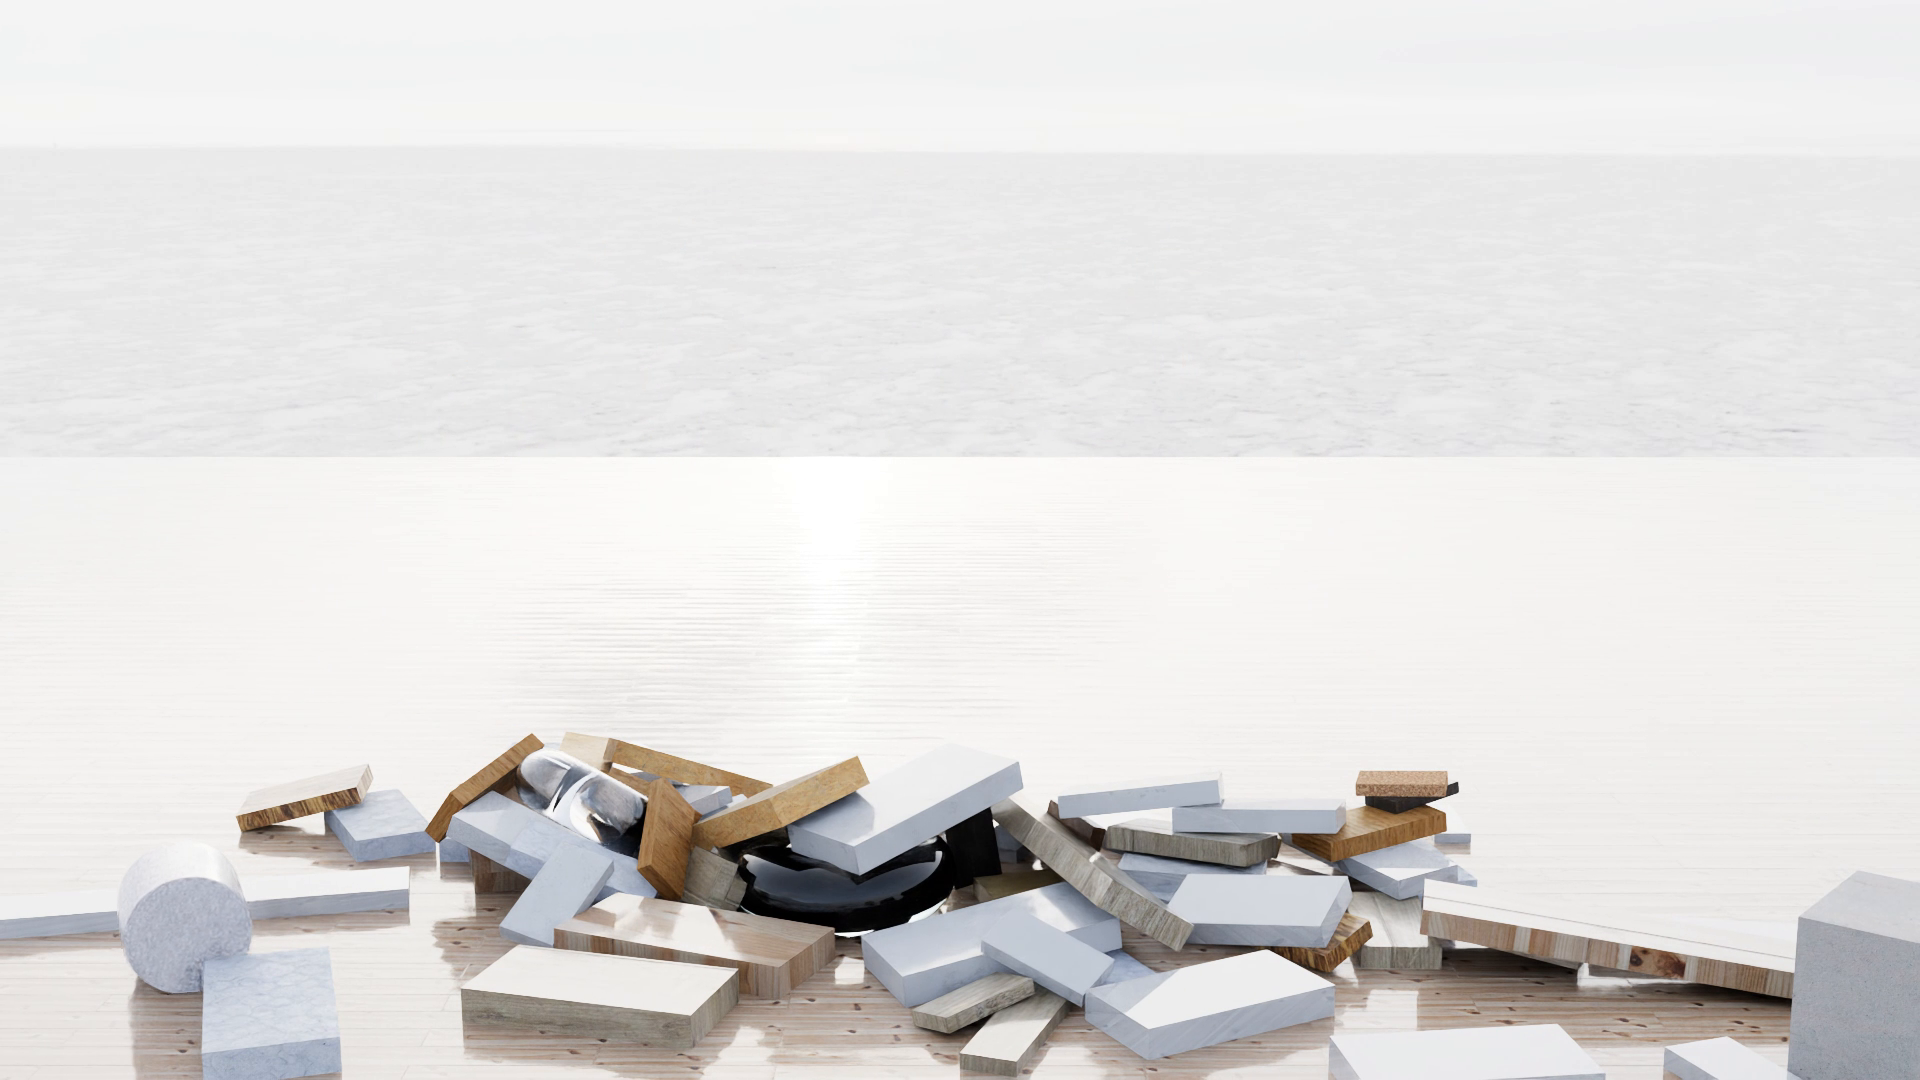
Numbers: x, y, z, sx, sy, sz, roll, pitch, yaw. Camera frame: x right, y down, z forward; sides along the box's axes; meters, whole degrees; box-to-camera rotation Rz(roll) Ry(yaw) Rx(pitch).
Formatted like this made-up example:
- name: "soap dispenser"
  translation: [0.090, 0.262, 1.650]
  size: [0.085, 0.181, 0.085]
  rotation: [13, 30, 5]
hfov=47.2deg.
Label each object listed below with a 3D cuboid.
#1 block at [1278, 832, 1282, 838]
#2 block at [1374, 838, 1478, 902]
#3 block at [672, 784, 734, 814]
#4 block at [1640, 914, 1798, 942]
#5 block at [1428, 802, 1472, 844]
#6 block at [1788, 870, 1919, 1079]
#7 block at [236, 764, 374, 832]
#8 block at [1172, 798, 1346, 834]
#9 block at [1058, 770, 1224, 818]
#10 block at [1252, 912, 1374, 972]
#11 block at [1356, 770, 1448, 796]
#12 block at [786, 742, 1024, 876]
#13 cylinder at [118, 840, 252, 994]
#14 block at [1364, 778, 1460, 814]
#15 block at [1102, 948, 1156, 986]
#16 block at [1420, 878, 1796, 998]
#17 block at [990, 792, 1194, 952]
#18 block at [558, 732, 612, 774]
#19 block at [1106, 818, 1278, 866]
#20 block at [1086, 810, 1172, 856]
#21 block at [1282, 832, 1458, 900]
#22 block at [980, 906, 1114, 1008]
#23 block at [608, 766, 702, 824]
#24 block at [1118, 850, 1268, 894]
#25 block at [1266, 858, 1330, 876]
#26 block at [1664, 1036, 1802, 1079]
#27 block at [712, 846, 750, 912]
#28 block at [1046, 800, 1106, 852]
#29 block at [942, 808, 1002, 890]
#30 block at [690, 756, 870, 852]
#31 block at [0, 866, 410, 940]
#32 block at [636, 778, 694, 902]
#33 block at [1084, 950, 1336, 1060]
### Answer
- name: "block"
  translation: [0.589, 0.519, 3.998]
  size: [0.065, 0.018, 0.131]
  rotation: [1, 11, 6]
- name: "block"
  translation: [0.754, 0.556, 3.744]
  size: [0.140, 0.040, 0.280]
  rotation: [-2, 11, -12]
- name: "block"
  translation: [-0.505, 0.470, 3.942]
  size: [0.100, 0.028, 0.201]
  rotation: [-20, 9, -39]
- name: "block"
  translation: [1.165, 0.622, 3.409]
  size: [0.374, 0.032, 0.114]
  rotation: [2, 11, 11]
- name: "block"
  translation: [0.880, 0.516, 4.018]
  size: [0.065, 0.018, 0.185]
  rotation: [0, 11, 0]
- name: "block"
  translation: [1.266, 0.608, 2.919]
  size: [0.239, 0.239, 0.239]
  rotation: [9, 14, 39]
- name: "block"
  translation: [-1.203, 0.472, 4.042]
  size: [0.226, 0.032, 0.113]
  rotation: [-14, 17, 0]
- name: "block"
  translation: [0.503, 0.462, 3.692]
  size: [0.272, 0.039, 0.136]
  rotation: [-2, 1, 17]
- name: "block"
  translation: [0.311, 0.435, 3.757]
  size: [0.272, 0.039, 0.136]
  rotation: [-7, -1, 10]
- name: "block"
  translation: [0.523, 0.603, 3.402]
  size: [0.105, 0.030, 0.210]
  rotation: [-30, 23, -32]
- name: "block"
  translation: [0.761, 0.419, 3.787]
  size: [0.150, 0.021, 0.075]
  rotation: [-2, 12, 17]
- name: "block"
  translation: [-0.086, 0.430, 3.561]
  size: [0.352, 0.050, 0.176]
  rotation: [-23, 21, -37]
- name: "cylinder"
  translation: [-1.168, 0.566, 3.310]
  size: [0.179, 0.179, 0.179]
  rotation: [-4, 11, -23]
- name: "block"
  translation: [0.780, 0.437, 3.798]
  size: [0.150, 0.021, 0.075]
  rotation: [-12, 14, -32]
- name: "block"
  translation: [0.169, 0.630, 3.375]
  size: [0.105, 0.030, 0.360]
  rotation: [-5, 12, -25]
- name: "block"
  translation: [1.037, 0.606, 3.284]
  size: [0.686, 0.040, 0.140]
  rotation: [8, 12, 11]
- name: "block"
  translation: [0.151, 0.498, 3.654]
  size: [0.161, 0.046, 0.786]
  rotation: [32, -2, -21]
- name: "block"
  translation: [-0.705, 0.410, 4.144]
  size: [0.100, 0.028, 0.201]
  rotation: [10, 11, -6]
- name: "block"
  translation: [0.388, 0.505, 3.685]
  size: [0.255, 0.036, 0.127]
  rotation: [3, 2, 31]
- name: "block"
  translation: [0.321, 0.526, 3.916]
  size: [0.127, 0.036, 0.255]
  rotation: [-9, 14, -39]
- name: "block"
  translation: [0.685, 0.527, 3.702]
  size: [0.117, 0.033, 0.341]
  rotation: [-10, 13, -23]
- name: "block"
  translation: [0.128, 0.607, 3.212]
  size: [0.176, 0.025, 0.088]
  rotation: [24, 40, 25]
- name: "block"
  translation: [-0.534, 0.447, 3.822]
  size: [0.095, 0.027, 0.189]
  rotation: [40, -17, -32]
- name: "block"
  translation: [0.383, 0.550, 3.634]
  size: [0.234, 0.033, 0.117]
  rotation: [3, 11, 14]
- name: "block"
  translation: [0.528, 0.571, 3.691]
  size: [0.206, 0.029, 0.103]
  rotation: [10, 15, 44]
- name: "block"
  translation: [1.062, 0.728, 2.847]
  size: [0.103, 0.029, 0.338]
  rotation: [-4, 11, -20]
- name: "block"
  translation: [-0.390, 0.565, 3.561]
  size: [0.025, 0.088, 0.176]
  rotation: [26, 2, -20]
- name: "block"
  translation: [0.193, 0.517, 3.820]
  size: [0.024, 0.086, 0.172]
  rotation: [14, 4, -25]
- name: "block"
  translation: [0.014, 0.492, 3.685]
  size: [0.086, 0.172, 0.024]
  rotation: [-15, 17, -17]
- name: "block"
  translation: [-0.309, 0.444, 3.650]
  size: [0.176, 0.050, 0.352]
  rotation: [-23, -2, -34]
- name: "block"
  translation: [-1.344, 0.595, 3.555]
  size: [0.881, 0.032, 0.113]
  rotation: [-2, 11, -13]
- name: "block"
  translation: [-0.485, 0.494, 3.632]
  size: [0.027, 0.095, 0.189]
  rotation: [-21, 38, 19]
- name: "block"
  translation: [0.359, 0.663, 3.152]
  size: [0.322, 0.046, 0.161]
  rotation: [-6, 12, -29]
